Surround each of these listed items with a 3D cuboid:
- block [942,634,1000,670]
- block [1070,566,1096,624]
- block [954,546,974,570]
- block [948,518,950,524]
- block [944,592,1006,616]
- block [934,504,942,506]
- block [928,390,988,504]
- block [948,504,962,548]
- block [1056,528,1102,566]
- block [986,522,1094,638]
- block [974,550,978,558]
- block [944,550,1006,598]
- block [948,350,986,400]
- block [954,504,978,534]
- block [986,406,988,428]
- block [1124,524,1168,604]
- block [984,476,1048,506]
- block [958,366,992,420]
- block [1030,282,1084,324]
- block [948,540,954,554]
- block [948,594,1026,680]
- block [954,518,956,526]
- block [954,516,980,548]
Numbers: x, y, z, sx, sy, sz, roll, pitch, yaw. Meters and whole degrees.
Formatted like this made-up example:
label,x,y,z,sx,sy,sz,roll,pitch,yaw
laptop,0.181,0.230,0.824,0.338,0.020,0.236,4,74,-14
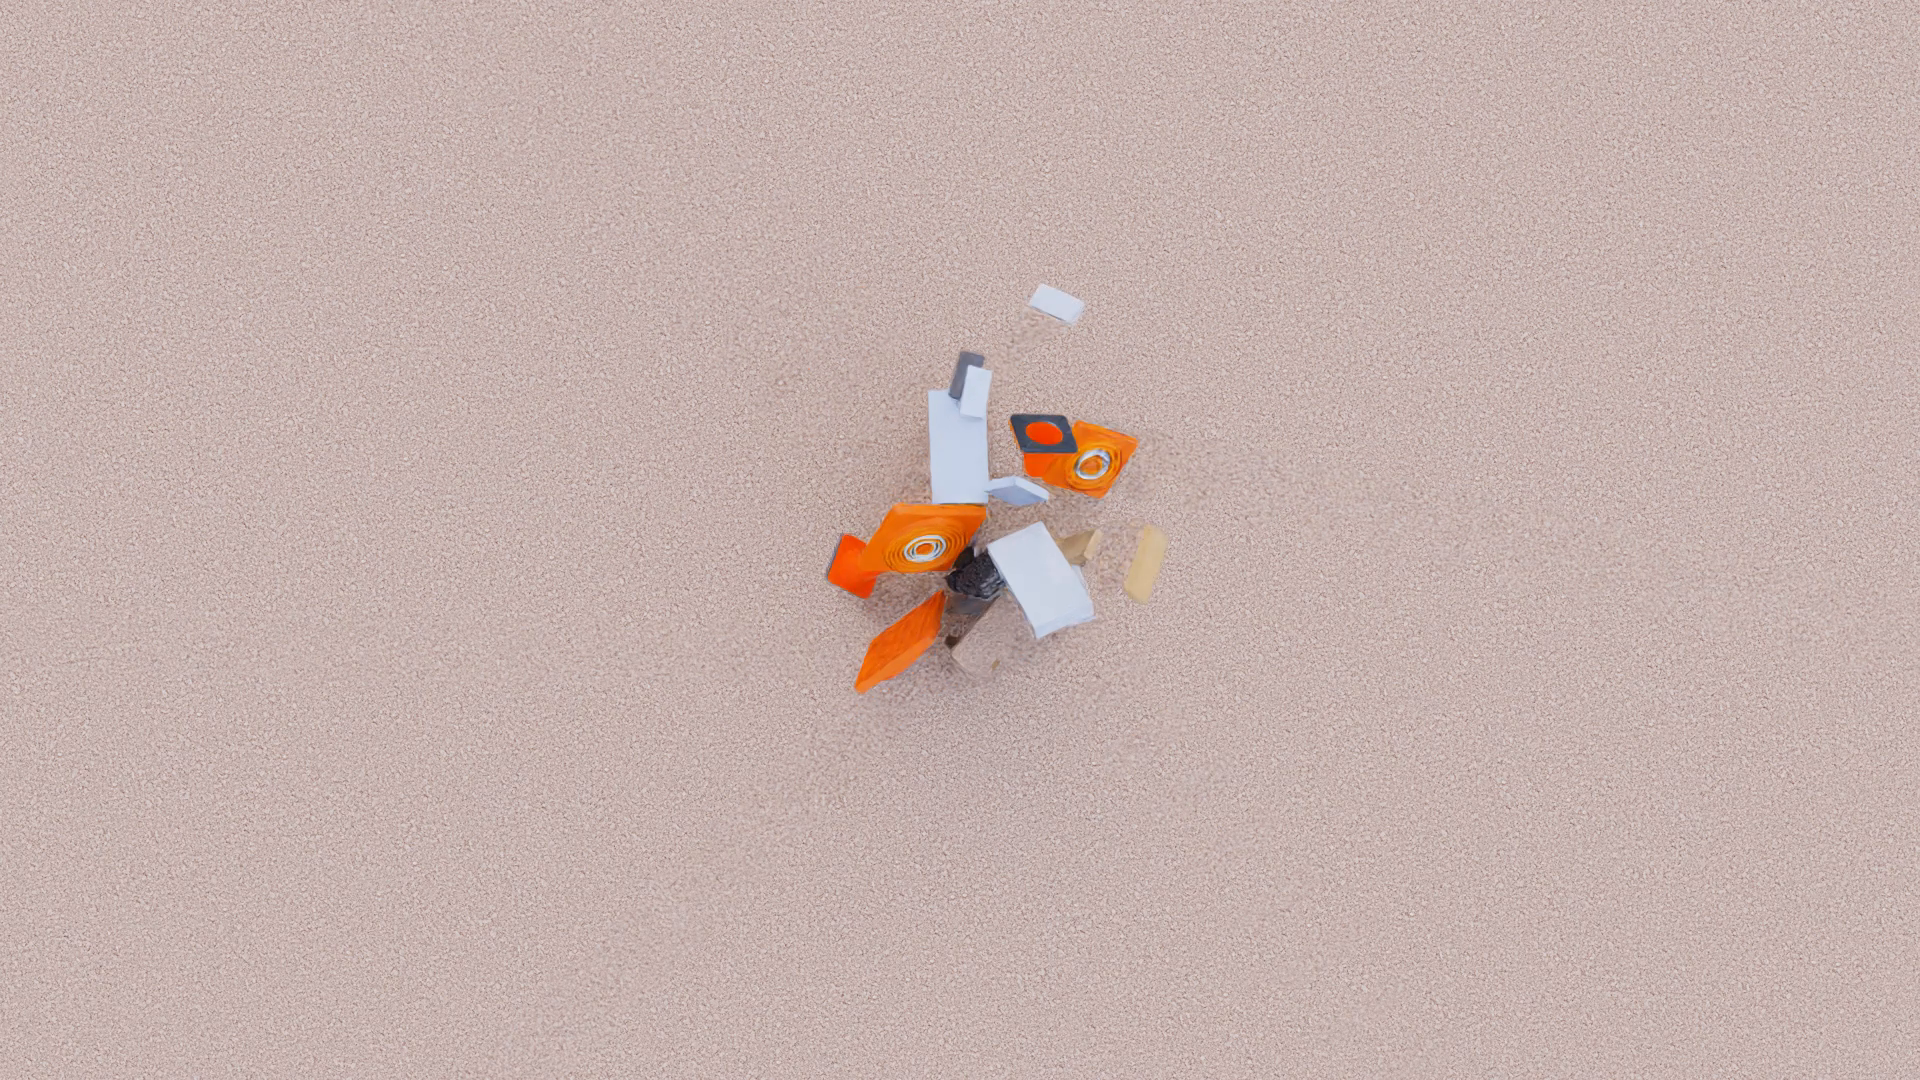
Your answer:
label,x,y,z,sx,sy,sz,roll,pitch,yaw
block,0.036,0.366,5.363,0.125,0.249,0.035,36,82,-14
block,0.315,0.169,5.100,0.051,0.359,0.180,-21,80,21
block,0.017,0.087,5.354,0.064,0.018,0.129,-5,92,-12
block,-0.003,-0.067,5.427,0.073,0.146,0.021,0,88,0
block,0.045,0.202,5.362,0.125,0.249,0.035,8,75,-17
block,0.000,-0.157,5.323,0.176,0.352,0.050,-4,86,0
block,-0.004,-0.289,5.122,0.176,0.050,0.352,-2,90,0
block,0.003,-0.050,5.343,0.073,0.021,0.146,-4,89,0
block,0.368,0.034,5.366,0.031,0.221,0.110,39,62,-20
block,0.229,0.111,4.761,0.180,0.051,0.359,-23,47,-6
block,0.025,0.067,5.431,0.064,0.129,0.018,-44,85,-9
block,0.087,0.099,5.106,0.180,0.497,0.051,-33,97,-10
block,0.022,-0.505,5.097,0.076,0.022,0.152,15,75,5
block,0.019,-0.067,5.202,0.065,0.131,0.018,0,51,6
block,0.000,-0.391,5.323,0.176,0.352,0.050,0,89,0
block,0.579,0.073,5.131,0.031,0.110,0.221,12,75,35
block,0.174,-0.151,5.109,0.110,0.220,0.031,-11,74,28
block,0.047,-0.453,5.060,0.076,0.022,0.152,13,77,-13
block,0.292,-0.713,4.978,0.152,0.022,0.076,28,87,23
block,-0.002,0.021,5.426,0.073,0.146,0.021,-6,79,0
block,0.090,0.308,5.229,0.125,0.035,0.249,43,80,-13
block,0.015,-0.079,5.270,0.065,0.131,0.018,9,66,0
block,0.024,-0.031,5.277,0.065,0.131,0.018,10,47,-1
